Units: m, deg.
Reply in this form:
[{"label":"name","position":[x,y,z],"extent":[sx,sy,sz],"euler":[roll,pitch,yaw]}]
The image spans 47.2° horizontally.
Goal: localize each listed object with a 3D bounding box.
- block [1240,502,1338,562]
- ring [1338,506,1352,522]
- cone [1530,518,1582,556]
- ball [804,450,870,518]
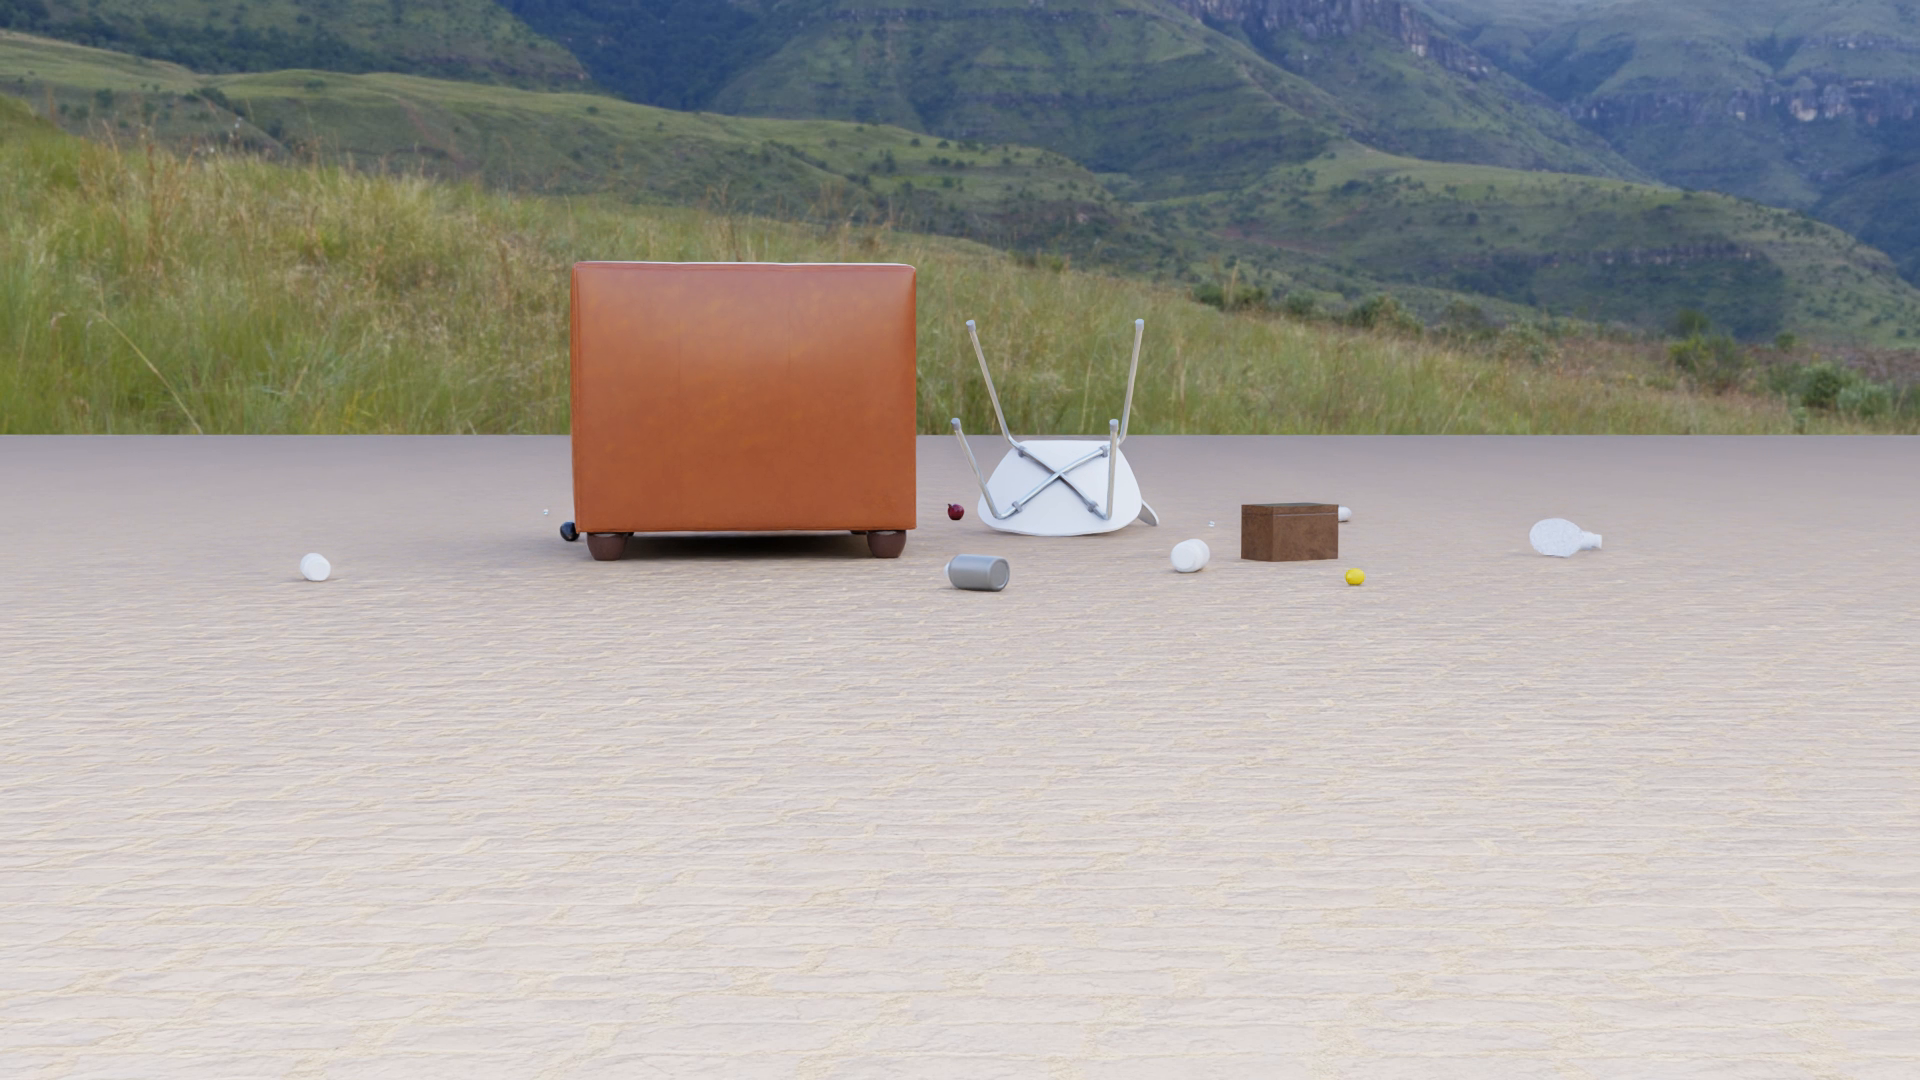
[{"label":"block","position":[0.872,-0.022,5.816],"extent":[0.218,0.143,0.135],"euler":[-2,5,-30]},{"label":"ring","position":[1.225,-0.086,7.435],"extent":[0.161,0.050,0.283],"euler":[2,5,39]},{"label":"cone","position":[1.629,0.013,5.989],"extent":[0.140,0.104,0.201],"euler":[6,-9,20]},{"label":"ball","position":[-0.428,-0.194,7.657],"extent":[0.234,0.234,0.234],"euler":[0,4,0]}]
